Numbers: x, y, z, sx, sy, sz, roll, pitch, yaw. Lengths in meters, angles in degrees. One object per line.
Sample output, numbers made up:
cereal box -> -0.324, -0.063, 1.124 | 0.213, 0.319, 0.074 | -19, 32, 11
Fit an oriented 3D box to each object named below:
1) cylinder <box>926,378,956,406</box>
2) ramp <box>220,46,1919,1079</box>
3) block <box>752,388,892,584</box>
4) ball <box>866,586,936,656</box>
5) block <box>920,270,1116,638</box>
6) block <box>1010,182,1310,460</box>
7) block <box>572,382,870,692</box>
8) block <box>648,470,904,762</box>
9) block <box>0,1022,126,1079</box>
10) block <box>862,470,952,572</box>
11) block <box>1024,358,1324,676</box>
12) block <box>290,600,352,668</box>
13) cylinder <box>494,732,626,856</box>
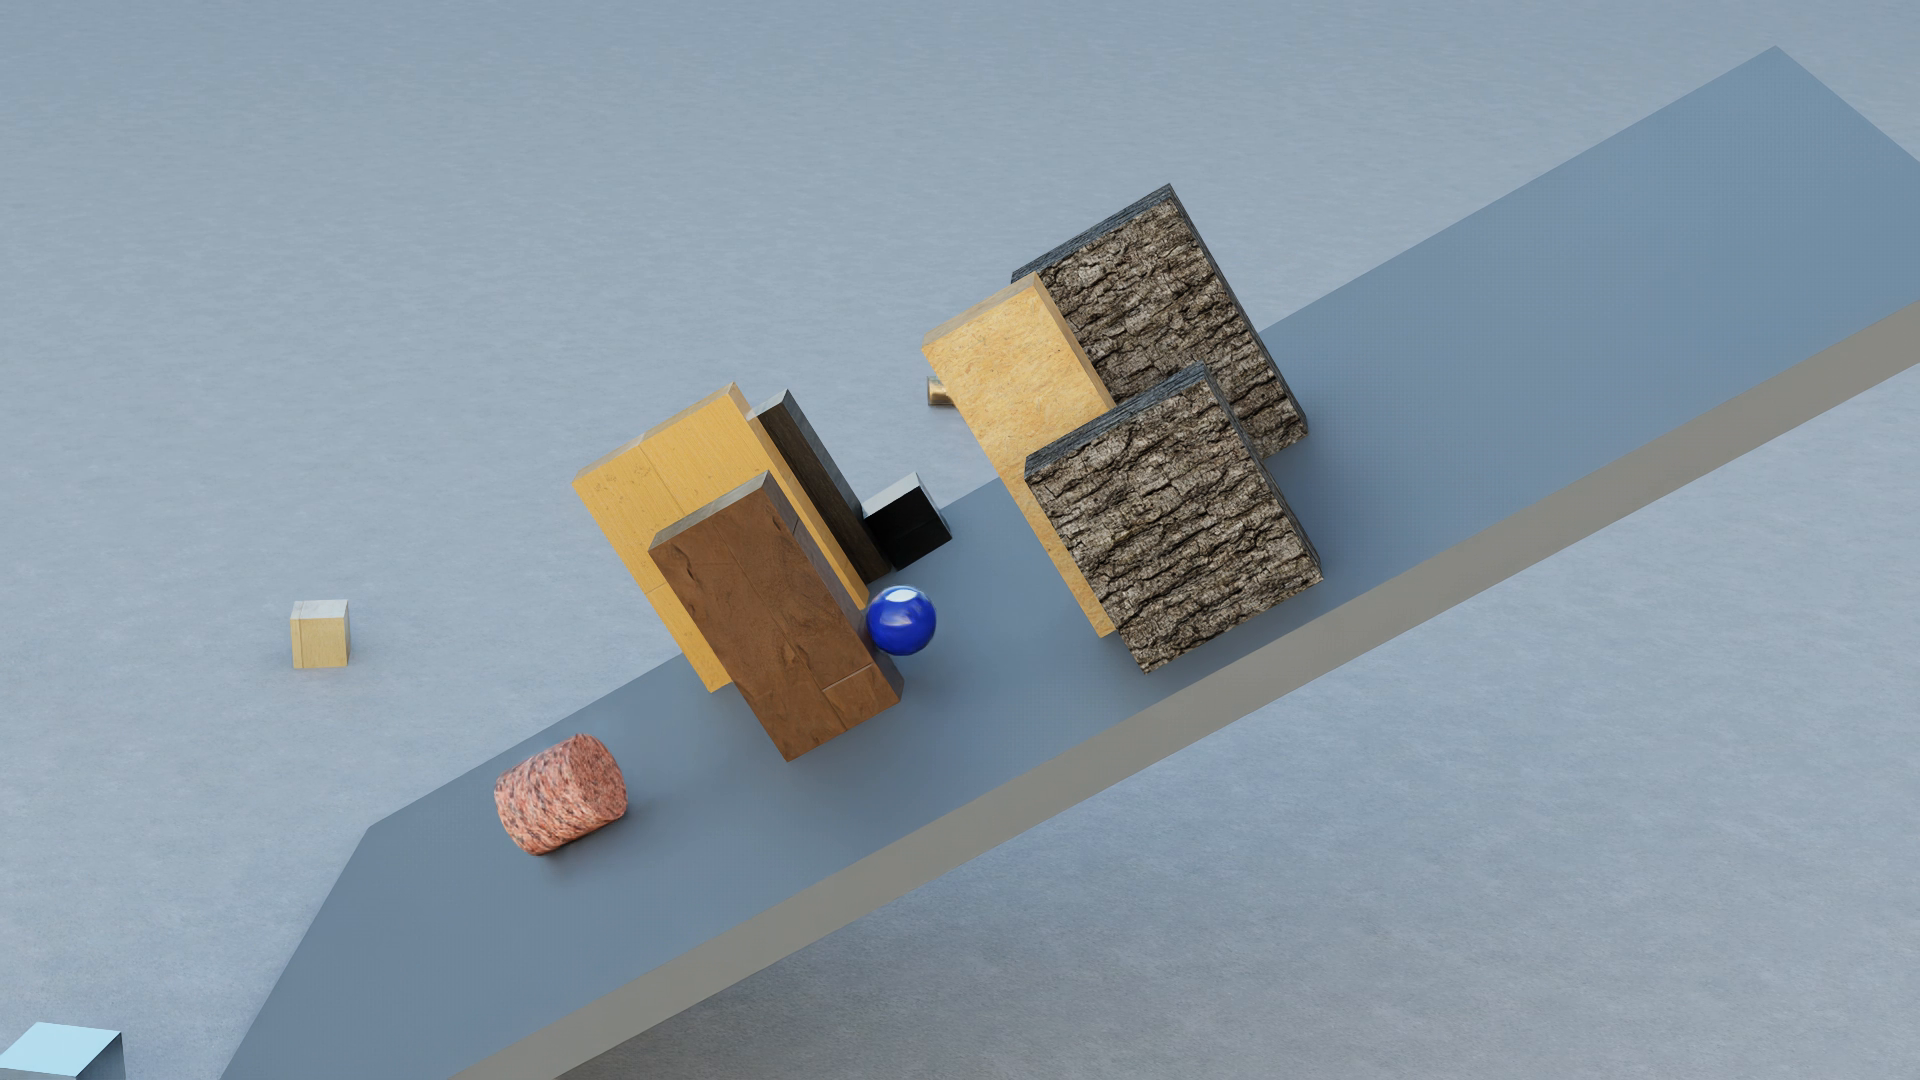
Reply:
cylinder -> -0.067, -0.586, 11.595 | 0.114, 0.114, 0.114 | -2, 19, -7
ramp -> 0.142, 0.168, 6.287 | 4.000, 0.100, 2.000 | -29, 15, 12
block -> -0.475, -0.040, 7.060 | 0.436, 0.488, 0.115 | -29, 15, 12
ball -> -0.122, 0.168, 6.119 | 0.147, 0.147, 0.147 | 0, 19, 0
block -> 0.209, -0.162, 5.684 | 0.247, 0.675, 0.115 | -29, 15, 12
block -> 0.420, -0.393, 6.181 | 0.381, 0.585, 0.144 | -29, 15, 12
block -> -0.557, -0.003, 6.883 | 0.434, 0.601, 0.102 | -29, 15, 12
block -> -0.378, 0.160, 6.107 | 0.278, 0.540, 0.119 | -29, 15, 12
block -> -1.936, 1.184, 6.333 | 0.200, 0.200, 0.200 | 4, 19, 12
block -> -0.128, -0.045, 7.031 | 0.153, 0.153, 0.153 | -31, 15, 4
block -> 0.391, -0.041, 5.386 | 0.374, 0.439, 0.134 | -29, 15, 12
block -> -1.955, 0.286, 8.997 | 0.159, 0.159, 0.159 | -2, 19, -6
cylinder -> -0.881, 0.561, 6.492 | 0.207, 0.207, 0.207 | -27, 11, 21
